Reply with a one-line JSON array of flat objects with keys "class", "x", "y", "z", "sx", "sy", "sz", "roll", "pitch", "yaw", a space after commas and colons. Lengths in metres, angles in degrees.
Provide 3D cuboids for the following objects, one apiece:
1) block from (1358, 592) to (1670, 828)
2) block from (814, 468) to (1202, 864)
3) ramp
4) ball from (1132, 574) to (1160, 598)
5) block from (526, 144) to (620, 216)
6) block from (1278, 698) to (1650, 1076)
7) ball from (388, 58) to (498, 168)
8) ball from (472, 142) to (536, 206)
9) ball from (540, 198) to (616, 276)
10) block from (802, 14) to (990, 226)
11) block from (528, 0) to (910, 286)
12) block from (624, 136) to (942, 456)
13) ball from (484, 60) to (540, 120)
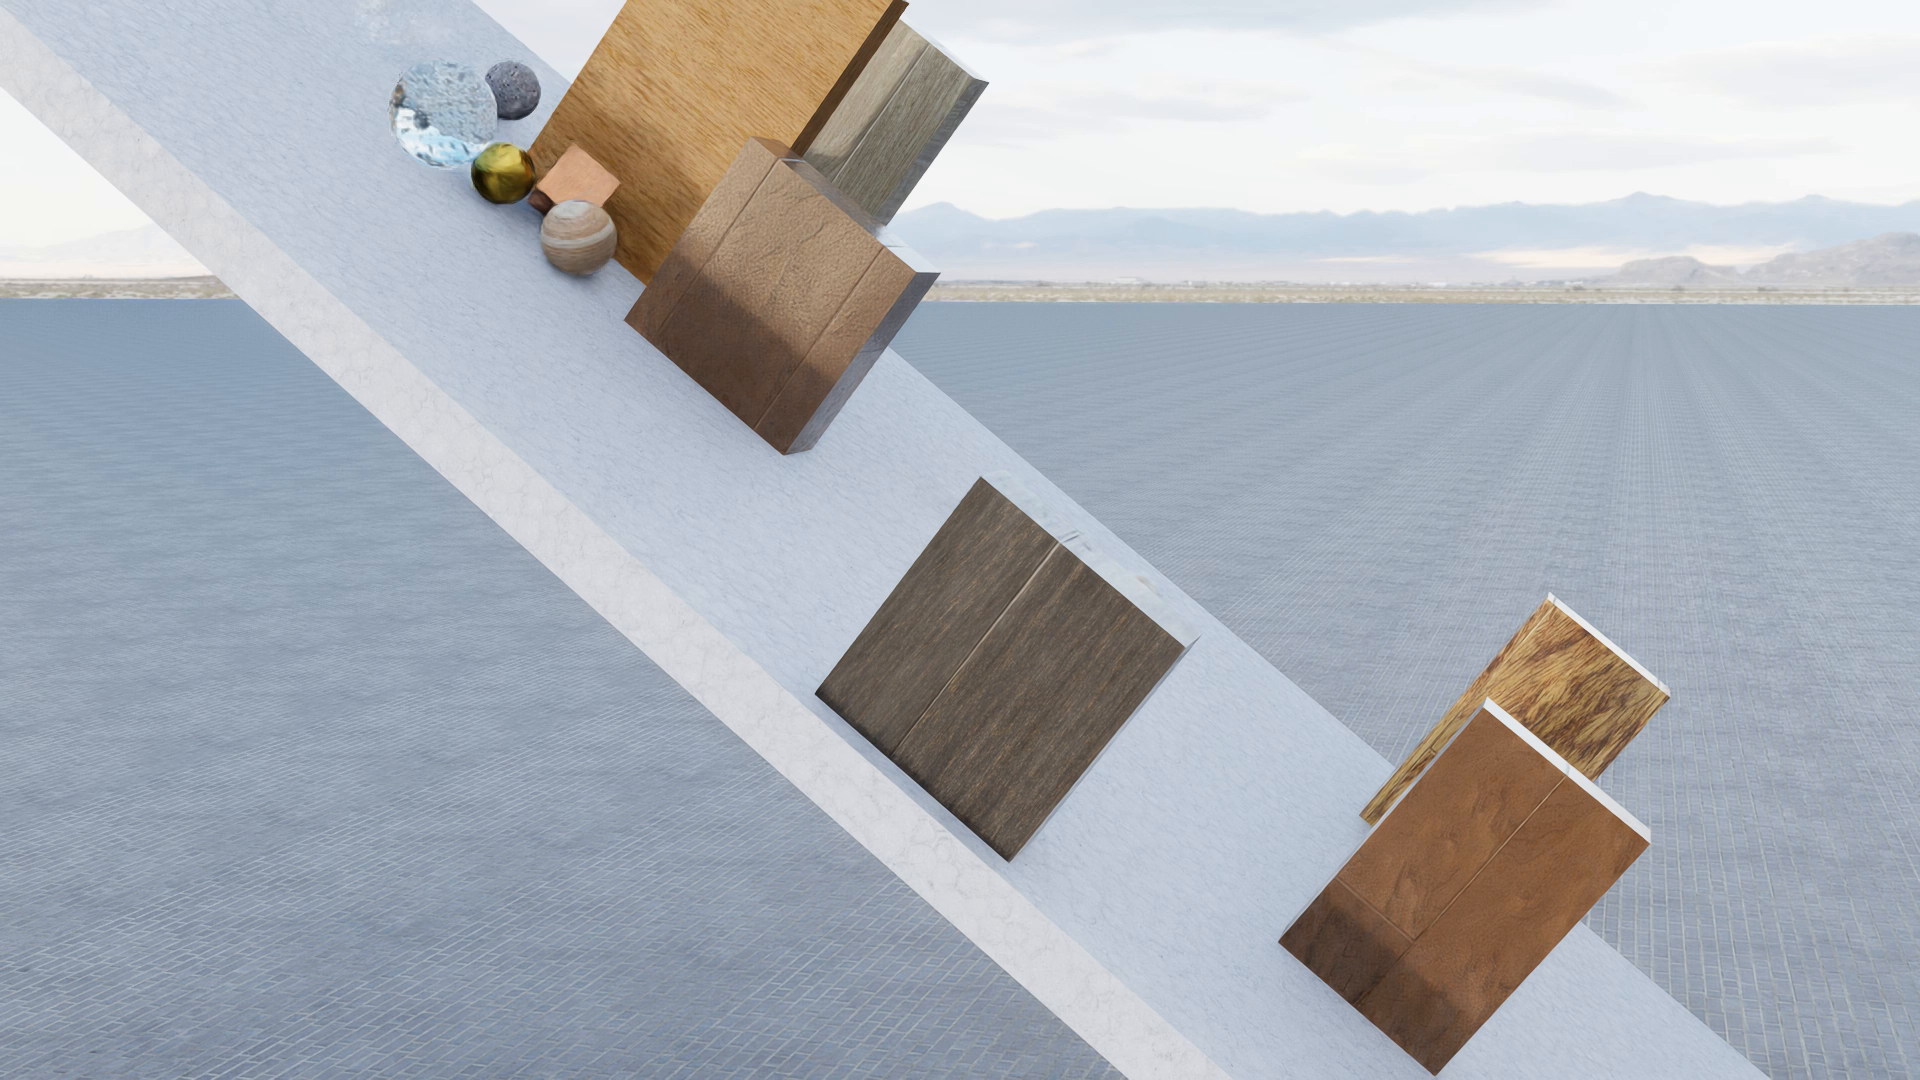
[{"class": "block", "x": 1.082, "y": 0.417, "z": 4.308, "sx": 0.292, "sy": 0.569, "sz": 0.096, "roll": 40, "pitch": 16, "yaw": 9}, {"class": "block", "x": 0.066, "y": 0.175, "z": 3.106, "sx": 0.366, "sy": 0.403, "sz": 0.121, "roll": 40, "pitch": 16, "yaw": 9}, {"class": "ramp", "x": -0.034, "y": 0.088, "z": 4.055, "sx": 4.000, "sy": 0.100, "sz": 2.000, "roll": 40, "pitch": 16, "yaw": 9}, {"class": "ball", "x": 0.336, "y": 0.128, "z": 4.328, "sx": 0.123, "sy": 0.123, "sz": 0.123, "roll": 0, "pitch": 7, "yaw": 0}, {"class": "block", "x": -0.731, "y": -0.659, "z": 4.159, "sx": 0.113, "sy": 0.113, "sz": 0.113, "roll": 40, "pitch": -17, "yaw": -13}, {"class": "block", "x": 0.783, "y": 0.542, "z": 3.437, "sx": 0.317, "sy": 0.503, "sz": 0.086, "roll": 40, "pitch": 16, "yaw": 9}, {"class": "ball", "x": -0.934, "y": -0.772, "z": 3.979, "sx": 0.193, "sy": 0.193, "sz": 0.193, "roll": 0, "pitch": 7, "yaw": 0}, {"class": "ball", "x": -0.843, "y": -0.677, "z": 4.061, "sx": 0.116, "sy": 0.116, "sz": 0.116, "roll": 0, "pitch": 7, "yaw": 0}, {"class": "ball", "x": -0.692, "y": -0.549, "z": 3.989, "sx": 0.138, "sy": 0.138, "sz": 0.138, "roll": 0, "pitch": 7, "yaw": 0}, {"class": "block", "x": -0.305, "y": -0.872, "z": 4.799, "sx": 0.435, "sy": 0.641, "sz": 0.122, "roll": 40, "pitch": 16, "yaw": 9}, {"class": "block", "x": -0.486, "y": -0.864, "z": 4.225, "sx": 0.436, "sy": 0.730, "sz": 0.088, "roll": 40, "pitch": 16, "yaw": 9}, {"class": "block", "x": -0.322, "y": -0.440, "z": 3.976, "sx": 0.391, "sy": 0.412, "sz": 0.142, "roll": 40, "pitch": 16, "yaw": 9}, {"class": "ball", "x": -0.934, "y": -0.934, "z": 4.573, "sx": 0.122, "sy": 0.122, "sz": 0.122, "roll": 0, "pitch": 7, "yaw": 0}]
